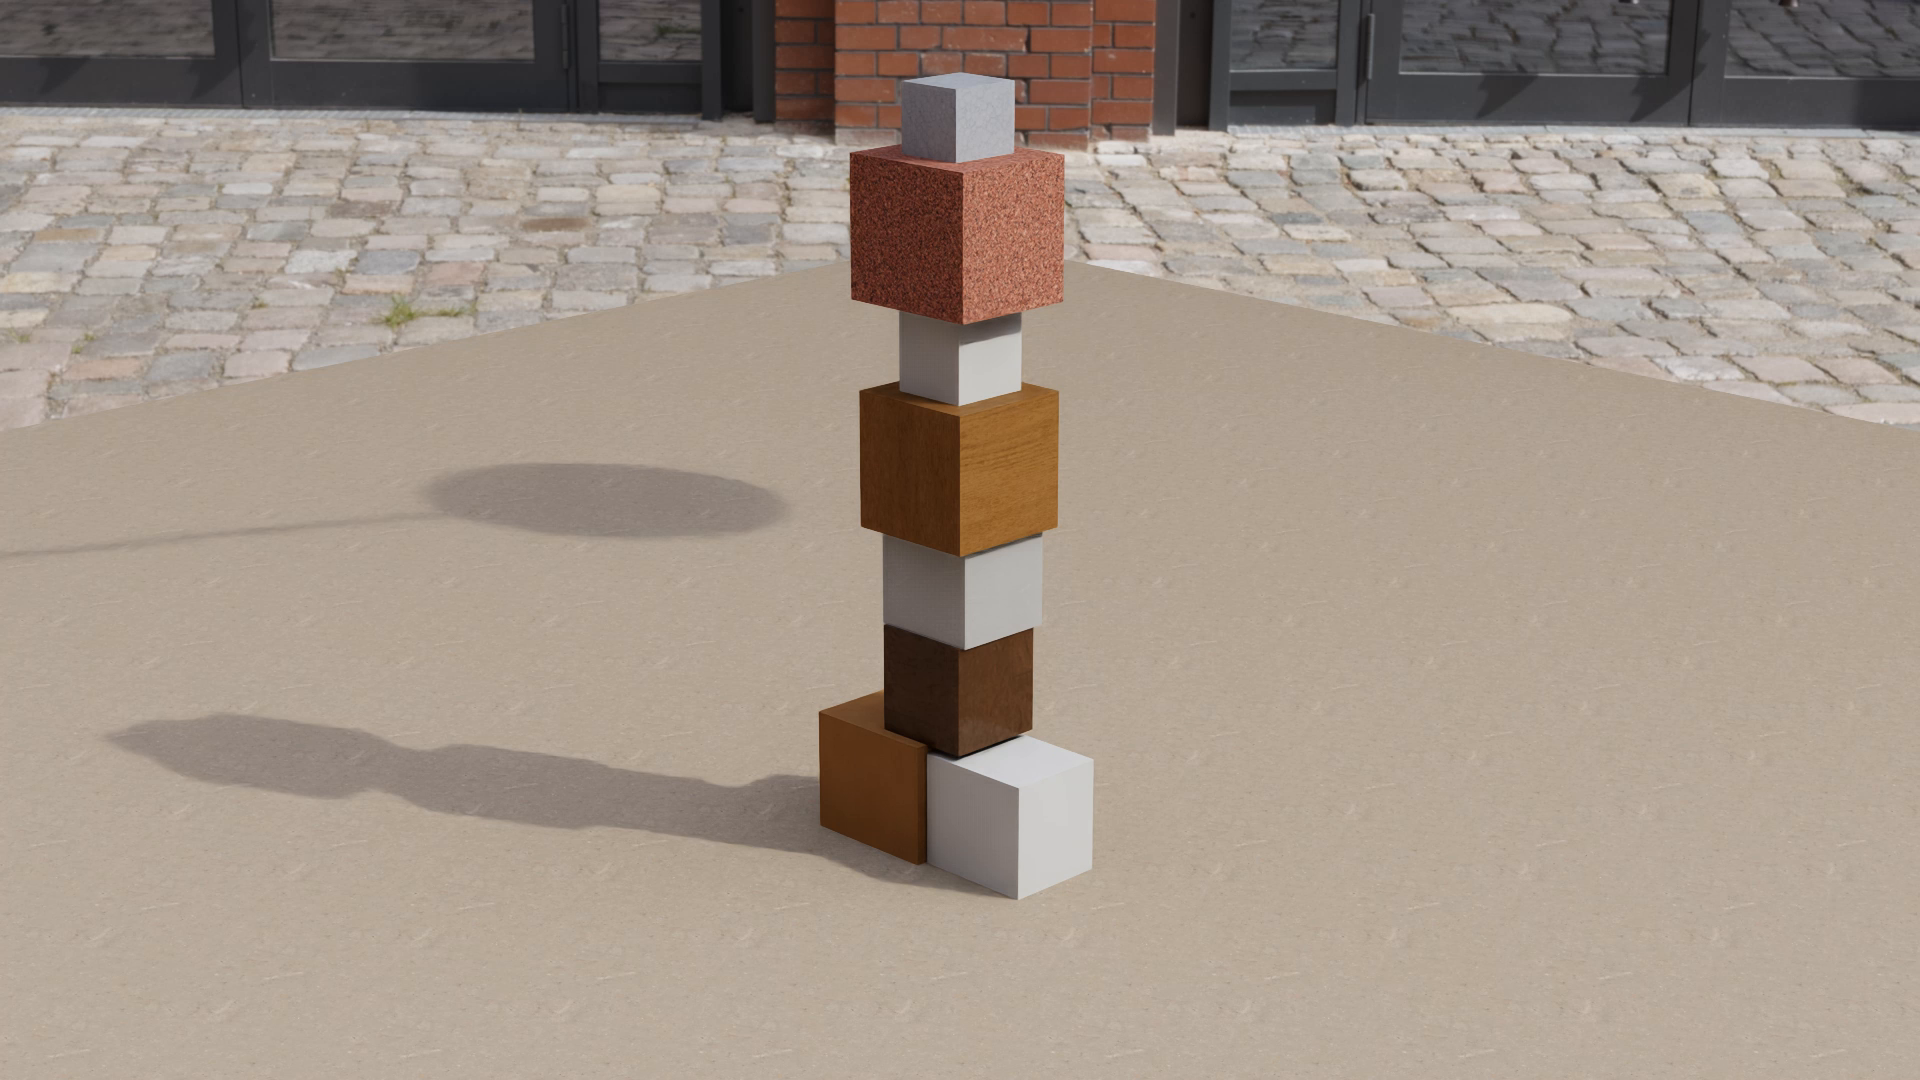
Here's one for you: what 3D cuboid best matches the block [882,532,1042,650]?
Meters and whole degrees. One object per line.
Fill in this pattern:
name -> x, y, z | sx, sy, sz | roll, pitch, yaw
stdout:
block -> 0.011, 0.160, 13.404 | 0.500, 0.470, 0.532 | -17, 24, -42

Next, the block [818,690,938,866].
block -> -0.210, 1.090, 13.906 | 0.627, 0.581, 0.667 | -17, 24, -42

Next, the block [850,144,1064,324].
block -> -0.013, -1.374, 12.896 | 0.628, 0.656, 0.701 | -17, 24, -42

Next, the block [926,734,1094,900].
block -> 0.228, 1.248, 13.471 | 0.491, 0.542, 0.586 | -17, 24, -42

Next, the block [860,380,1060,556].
block -> -0.004, -0.364, 13.223 | 0.628, 0.638, 0.638 | -17, 24, -42

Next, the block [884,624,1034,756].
block -> -0.007, 0.634, 13.534 | 0.485, 0.513, 0.488 | -17, 24, -42

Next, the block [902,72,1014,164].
block -> -0.009, -1.839, 12.754 | 0.360, 0.318, 0.335 | -17, 24, -42

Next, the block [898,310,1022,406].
block -> 0.002, -0.868, 13.071 | 0.395, 0.415, 0.376 | -17, 24, -42
